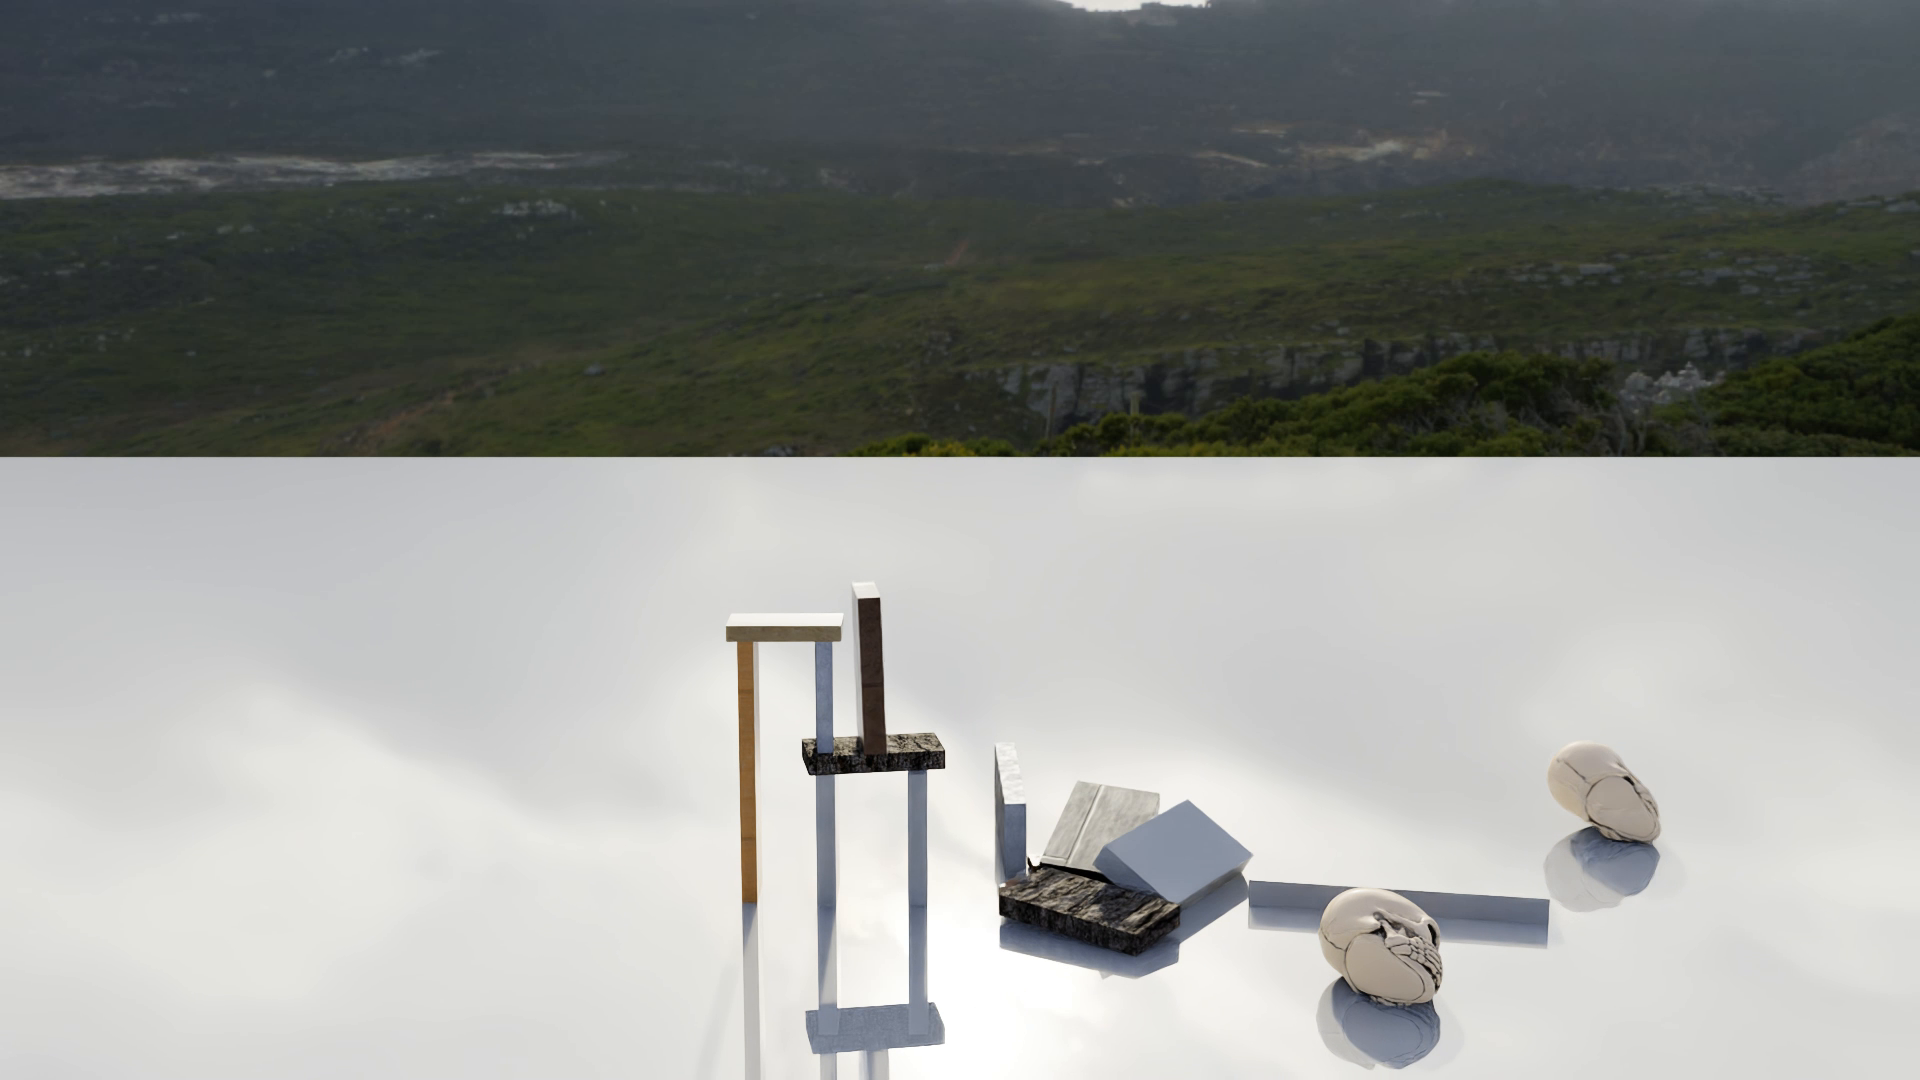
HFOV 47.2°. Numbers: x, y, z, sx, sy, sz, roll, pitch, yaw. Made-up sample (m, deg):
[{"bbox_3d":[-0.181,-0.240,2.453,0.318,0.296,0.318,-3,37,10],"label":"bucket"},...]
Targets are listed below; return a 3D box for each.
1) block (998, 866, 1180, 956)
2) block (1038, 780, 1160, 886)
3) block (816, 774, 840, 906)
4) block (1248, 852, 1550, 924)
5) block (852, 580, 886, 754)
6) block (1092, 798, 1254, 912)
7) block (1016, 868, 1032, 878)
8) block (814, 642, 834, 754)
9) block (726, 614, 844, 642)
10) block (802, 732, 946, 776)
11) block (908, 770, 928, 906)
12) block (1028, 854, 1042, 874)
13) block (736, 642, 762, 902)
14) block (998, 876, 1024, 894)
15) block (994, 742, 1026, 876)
[{"bbox_3d":[0.206,0.590,3.509,0.260,0.037,0.130,10,20,36],"label":"block"},{"bbox_3d":[0.241,0.508,3.756,0.150,0.042,0.300,7,22,13],"label":"block"},{"bbox_3d":[-0.219,0.481,3.644,0.032,0.224,0.112,0,11,0],"label":"block"},{"bbox_3d":[0.723,0.574,3.640,0.478,0.042,0.150,2,11,11],"label":"block"},{"bbox_3d":[-0.149,0.208,3.608,0.037,0.260,0.130,-3,11,-7],"label":"block"},{"bbox_3d":[0.358,0.532,3.665,0.150,0.042,0.300,40,27,21],"label":"block"},{"bbox_3d":[0.160,0.566,3.750,0.061,0.017,0.121,9,14,41],"label":"block"},{"bbox_3d":[-0.223,0.247,3.607,0.026,0.185,0.093,-1,11,-5],"label":"block"},{"bbox_3d":[-0.285,0.143,3.589,0.185,0.026,0.093,0,11,0],"label":"block"},{"bbox_3d":[-0.144,0.353,3.632,0.224,0.032,0.112,-2,11,-10],"label":"block"},{"bbox_3d":[-0.069,0.481,3.644,0.032,0.224,0.112,0,11,0],"label":"block"},{"bbox_3d":[0.180,0.550,3.744,0.122,0.017,0.061,-1,11,-8],"label":"block"},{"bbox_3d":[-0.347,0.373,3.631,0.026,0.441,0.093,0,11,0],"label":"block"},{"bbox_3d":[0.132,0.585,3.650,0.122,0.017,0.061,6,12,30],"label":"block"},{"bbox_3d":[0.089,0.476,3.926,0.037,0.130,0.377,-1,11,-2],"label":"block"}]
